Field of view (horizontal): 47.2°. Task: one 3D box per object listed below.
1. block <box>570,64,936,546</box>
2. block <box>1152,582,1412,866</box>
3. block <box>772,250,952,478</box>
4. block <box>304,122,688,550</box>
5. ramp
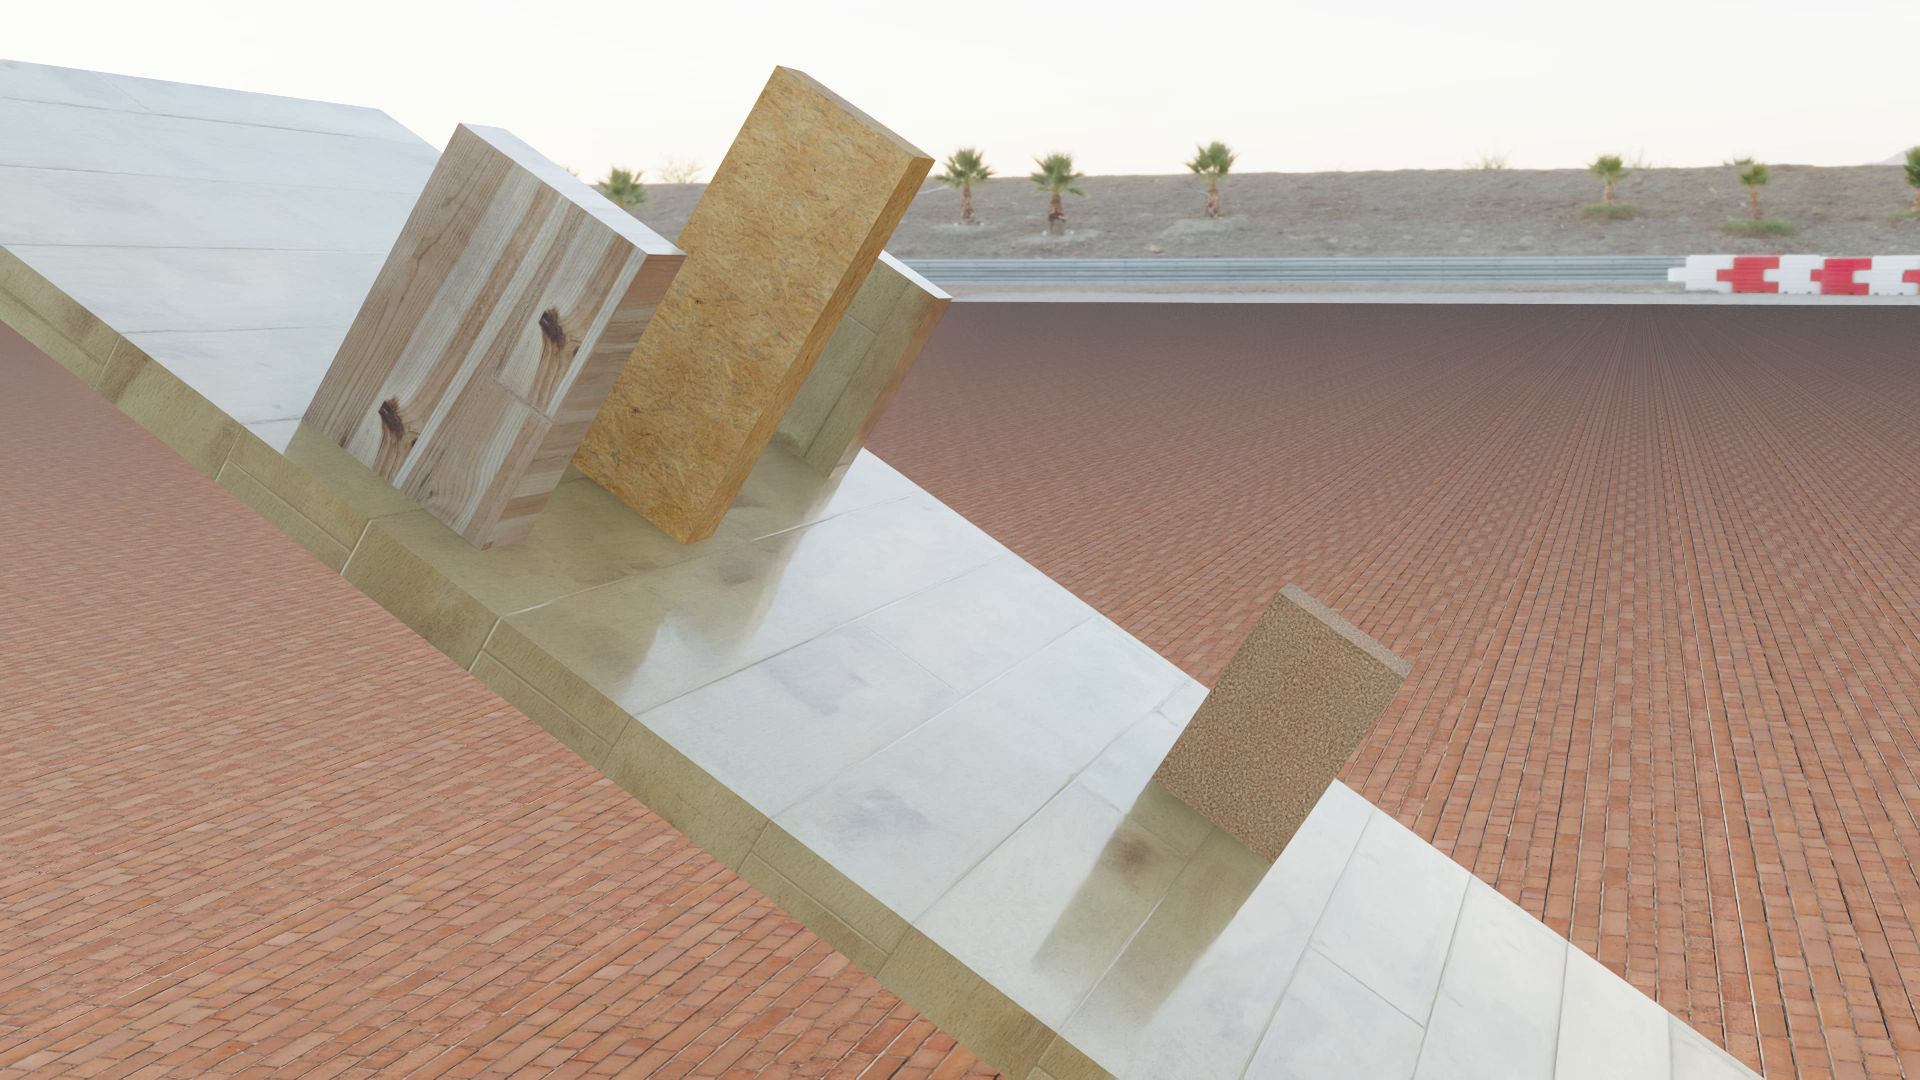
[{"bbox_3d":[-0.382,-0.406,3.871,0.292,0.799,0.121,35,15,10],"label":"block"},{"bbox_3d":[0.610,0.346,4.175,0.281,0.439,0.141,35,15,10],"label":"block"},{"bbox_3d":[-0.267,-0.411,4.777,0.293,0.460,0.111,35,15,10],"label":"block"},{"bbox_3d":[-0.723,-0.314,3.406,0.366,0.536,0.141,35,15,10],"label":"block"},{"bbox_3d":[-0.136,0.227,4.104,4.000,0.100,2.000,35,15,10],"label":"ramp"}]
